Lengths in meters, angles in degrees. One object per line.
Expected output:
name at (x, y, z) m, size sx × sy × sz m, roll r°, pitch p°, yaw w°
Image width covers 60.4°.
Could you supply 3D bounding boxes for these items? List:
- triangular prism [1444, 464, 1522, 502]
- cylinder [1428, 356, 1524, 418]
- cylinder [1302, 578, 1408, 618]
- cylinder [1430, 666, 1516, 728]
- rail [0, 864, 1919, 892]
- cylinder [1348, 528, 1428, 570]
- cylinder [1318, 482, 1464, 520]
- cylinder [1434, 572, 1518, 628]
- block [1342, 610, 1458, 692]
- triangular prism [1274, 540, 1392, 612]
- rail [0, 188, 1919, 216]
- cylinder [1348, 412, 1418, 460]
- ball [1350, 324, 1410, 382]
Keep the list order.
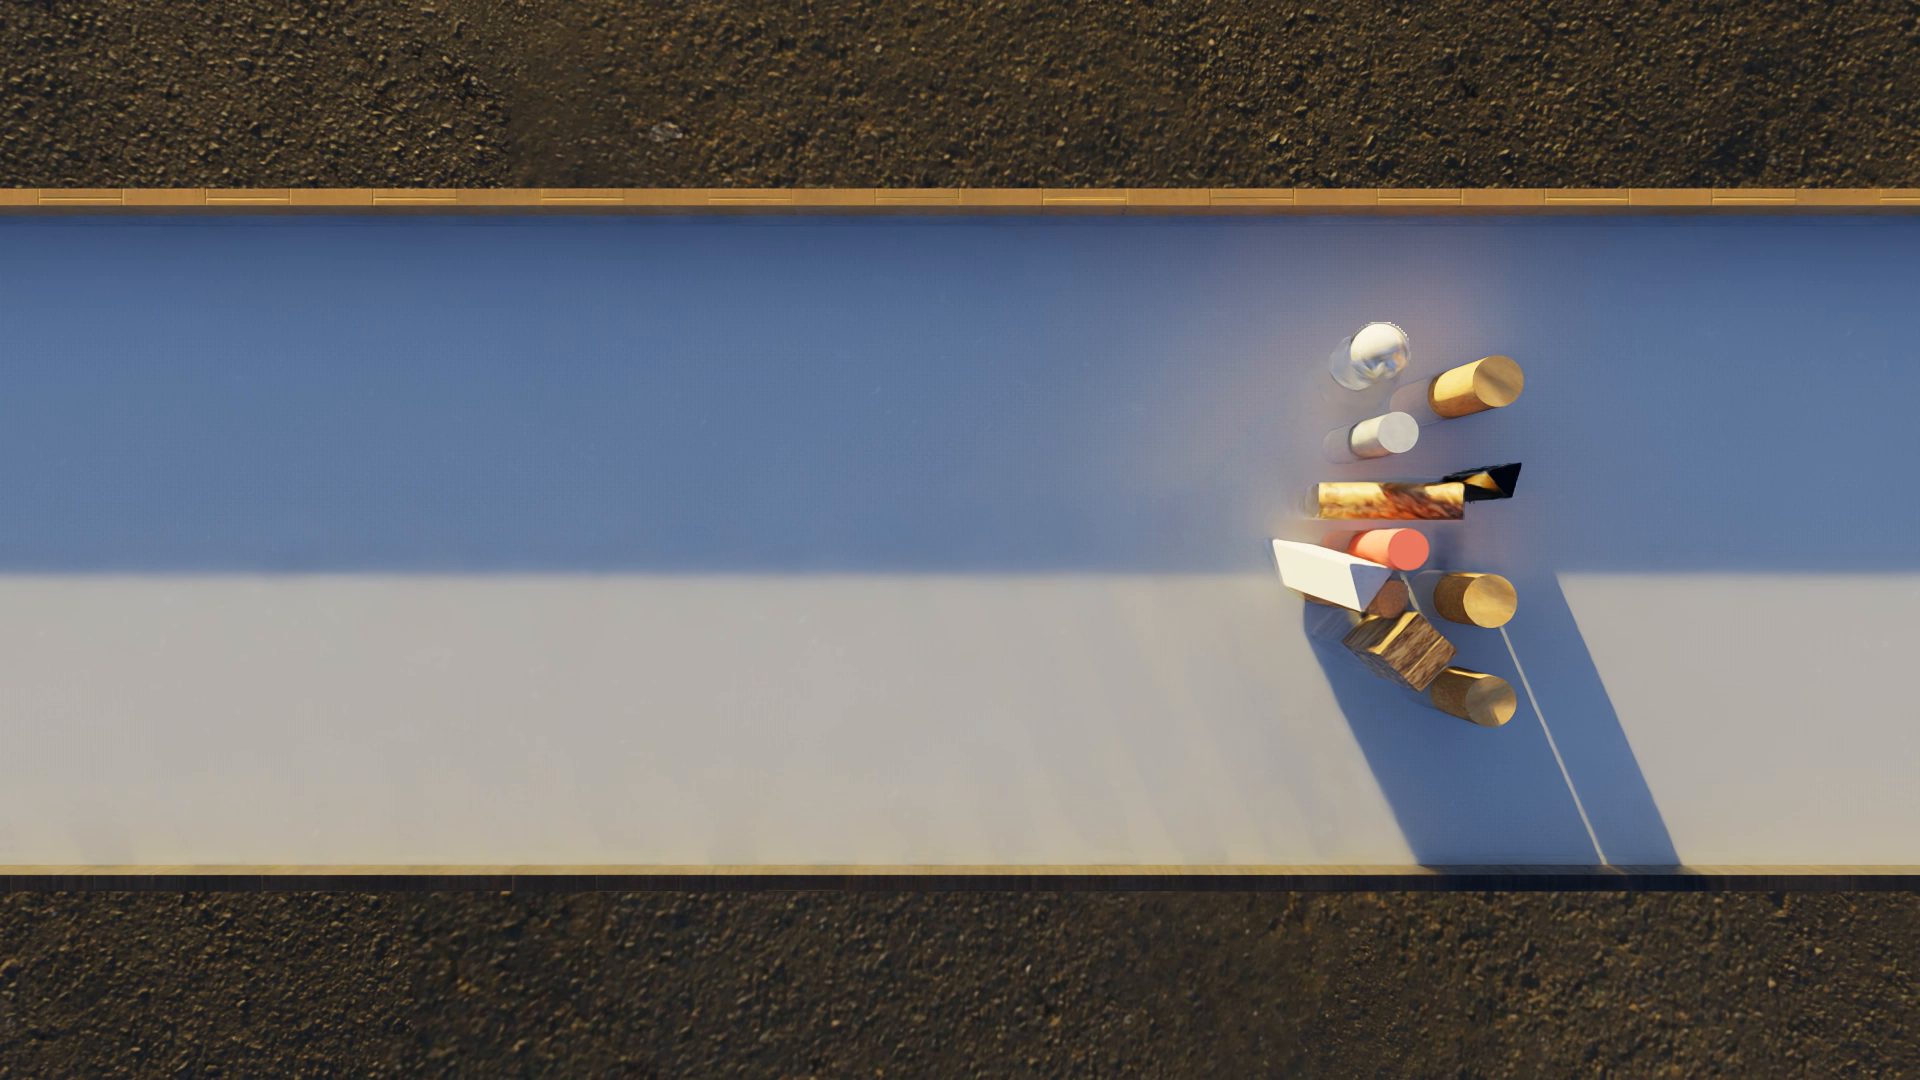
triangular prism at (1.551, -0.185, 4.861) m, size 0.088 × 0.430 × 0.102 m, roll -43°, pitch 90°, yaw 0°
cylinder at (1.511, -0.447, 4.853) m, size 0.145 × 0.446 × 0.145 m, roll 0°, pitch 90°, yaw 0°
cylinder at (1.168, 0.153, 4.896) m, size 0.112 × 0.348 × 0.112 m, roll -3°, pitch 97°, yaw -26°
cylinder at (1.520, 0.463, 4.899) m, size 0.148 × 0.354 × 0.148 m, roll 0°, pitch 90°, yaw 0°
rail at (-2.247, 1.025, 5.001) m, size 12.000 × 0.150 × 0.050 m, roll 0°, pitch 90°, yaw 0°
cylinder at (1.259, 0.028, 4.861) m, size 0.117 × 0.429 × 0.117 m, roll 0°, pitch 90°, yaw -1°
cylinder at (1.297, -0.117, 4.968) m, size 0.417 × 0.109 × 0.109 m, roll 1°, pitch 90°, yaw 15°
cylinder at (1.534, 0.177, 4.923) m, size 0.155 × 0.307 × 0.155 m, roll 0°, pitch 90°, yaw 0°
block at (1.287, 0.313, 4.855) m, size 0.158 × 0.440 × 0.158 m, roll 43°, pitch 90°, yaw -1°
triangular prism at (1.108, 0.078, 4.880) m, size 0.133 × 0.387 × 0.153 m, roll -24°, pitch 108°, yaw -17°
rail at (-2.247, -1.025, 5.002) m, size 12.000 × 0.150 × 0.050 m, roll 0°, pitch 90°, yaw 0°
cylinder at (1.253, -0.308, 4.896) m, size 0.118 × 0.361 × 0.118 m, roll 0°, pitch 90°, yaw 0°
ball at (1.255, -0.561, 4.935) m, size 0.170 × 0.170 × 0.170 m, roll 0°, pitch 90°, yaw 0°
